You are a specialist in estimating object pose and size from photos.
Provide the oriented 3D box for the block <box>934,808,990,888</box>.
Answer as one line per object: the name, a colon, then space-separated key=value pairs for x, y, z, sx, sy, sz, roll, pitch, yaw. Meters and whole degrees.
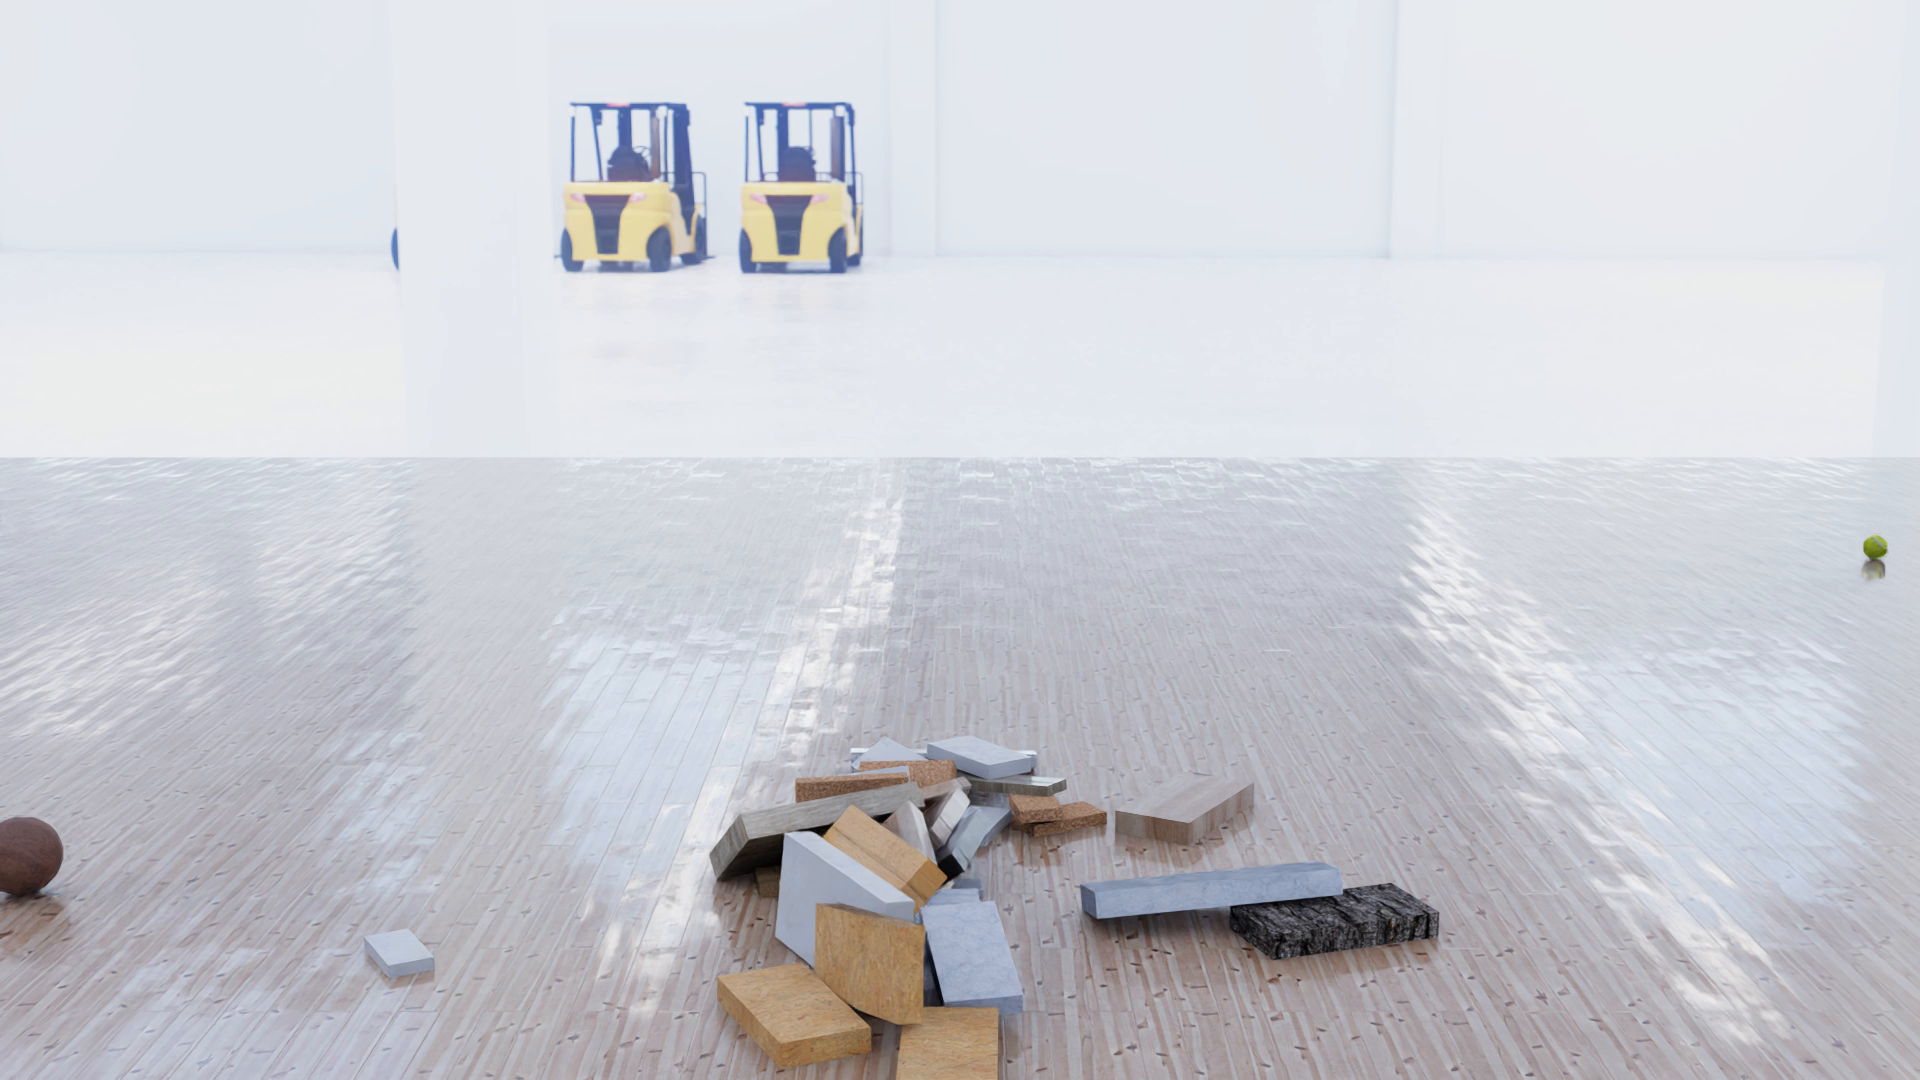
block: x=-0.028 y=0.534 z=3.687 sx=0.124 sy=0.035 sz=0.247 roll=-37 pitch=2 yaw=15

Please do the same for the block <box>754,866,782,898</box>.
block: x=-0.254 y=0.572 z=3.700 sx=0.176 sy=0.025 sz=0.088 roll=-2 pitch=11 yaw=-11

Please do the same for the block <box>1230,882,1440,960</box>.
block: x=0.593 y=0.603 z=3.486 sx=0.292 sy=0.041 sz=0.146 roll=-4 pitch=11 yaw=-19

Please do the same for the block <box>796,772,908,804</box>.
block: x=-0.196 y=0.479 z=3.986 sx=0.202 sy=0.101 sz=0.029 roll=-2 pitch=13 yaw=-11

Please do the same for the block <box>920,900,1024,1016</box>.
block: x=0.015 y=0.612 z=3.212 sx=0.114 sy=0.032 sz=0.228 roll=-3 pitch=27 yaw=-9

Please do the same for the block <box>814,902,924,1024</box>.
block: x=-0.132 y=0.599 z=3.127 sx=0.037 sy=0.132 sz=0.265 roll=3 pitch=-2 yaw=-30

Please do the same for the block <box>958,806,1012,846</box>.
block: x=0.032 y=0.518 z=3.993 sx=0.079 sy=0.022 sz=0.157 roll=4 pitch=11 yaw=18

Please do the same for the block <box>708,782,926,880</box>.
block: x=-0.244 y=0.497 z=3.767 sx=0.337 sy=0.048 sz=0.168 roll=-7 pitch=-28 yaw=-31

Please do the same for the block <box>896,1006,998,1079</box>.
block: x=-0.018 y=0.724 z=2.844 sx=0.132 sy=0.037 sz=0.525 roll=0 pitch=11 yaw=1

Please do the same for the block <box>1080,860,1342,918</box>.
block: x=0.403 y=0.563 z=3.546 sx=0.397 sy=0.041 sz=0.146 roll=-5 pitch=-3 yaw=-6

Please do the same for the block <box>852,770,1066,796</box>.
block: x=-0.006 y=0.458 z=4.199 sx=0.444 sy=0.020 sz=0.070 roll=0 pitch=6 yaw=33

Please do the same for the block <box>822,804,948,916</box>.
block: x=-0.155 y=0.540 z=3.499 sx=0.168 sy=0.048 sz=0.337 roll=-48 pitch=22 yaw=-10

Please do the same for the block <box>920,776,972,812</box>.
block: x=-0.063 y=0.487 z=3.981 sx=0.176 sy=0.088 sz=0.025 roll=-10 pitch=44 yaw=-44

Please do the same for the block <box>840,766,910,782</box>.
block: x=-0.194 y=0.471 z=4.075 sx=0.203 sy=0.029 sz=0.101 roll=-8 pitch=26 yaw=3

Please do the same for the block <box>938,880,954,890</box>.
block: x=-0.045 y=0.584 z=3.585 sx=0.053 sy=0.015 sz=0.106 roll=-34 pitch=2 yaw=15

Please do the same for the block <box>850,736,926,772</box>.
block: x=-0.120 y=0.443 z=4.219 sx=0.092 sy=0.026 sz=0.185 roll=-39 pitch=35 yaw=-23

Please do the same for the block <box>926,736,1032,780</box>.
block: x=0.036 y=0.419 z=4.242 sx=0.101 sy=0.029 sz=0.203 roll=-7 pitch=12 yaw=-35

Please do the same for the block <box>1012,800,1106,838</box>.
block: x=0.182 y=0.511 z=4.032 sx=0.157 sy=0.022 sz=0.079 roll=-6 pitch=12 yaw=-30

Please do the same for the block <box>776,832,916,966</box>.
block: x=-0.178 y=0.570 z=3.304 sx=0.048 sy=0.168 sz=0.359 roll=2 pitch=9 yaw=-29

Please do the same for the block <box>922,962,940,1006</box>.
block: x=0.000 y=0.644 z=3.291 sx=0.114 sy=0.032 sz=0.228 roll=0 pitch=11 yaw=1

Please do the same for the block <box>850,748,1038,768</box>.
block: x=-0.033 y=0.433 z=4.371 sx=0.367 sy=0.026 sz=0.092 roll=1 pitch=-1 yaw=-2

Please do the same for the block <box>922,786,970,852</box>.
block: x=-0.062 y=0.510 z=3.809 sx=0.124 sy=0.035 sz=0.248 roll=-38 pitch=2 yaw=15

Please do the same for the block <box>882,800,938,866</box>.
block: x=-0.105 y=0.529 z=3.626 sx=0.124 sy=0.035 sz=0.247 roll=-41 pitch=18 yaw=5

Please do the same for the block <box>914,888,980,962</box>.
block: x=-0.022 y=0.592 z=3.391 sx=0.114 sy=0.032 sz=0.228 roll=-1 pitch=11 yaw=-3

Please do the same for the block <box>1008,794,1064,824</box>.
block: x=0.138 y=0.488 z=4.024 sx=0.079 sy=0.022 sz=0.158 roll=-4 pitch=5 yaw=-6

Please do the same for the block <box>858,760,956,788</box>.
block: x=-0.105 y=0.458 z=4.132 sx=0.184 sy=0.026 sz=0.092 roll=-3 pitch=44 yaw=15

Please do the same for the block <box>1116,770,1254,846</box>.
block: x=0.419 y=0.494 z=4.073 sx=0.146 sy=0.041 sz=0.292 roll=6 pitch=12 yaw=30

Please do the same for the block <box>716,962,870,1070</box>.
block: x=-0.239 y=0.672 z=3.123 sx=0.132 sy=0.037 sz=0.265 roll=-5 pitch=12 yaw=-25

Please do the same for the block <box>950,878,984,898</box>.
block: x=0.011 y=0.577 z=3.644 sx=0.053 sy=0.015 sz=0.106 roll=1 pitch=1 yaw=-3

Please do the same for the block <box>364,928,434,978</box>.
block: x=-0.862 y=0.634 z=3.378 sx=0.070 sy=0.020 sz=0.140 roll=-6 pitch=12 yaw=-29
